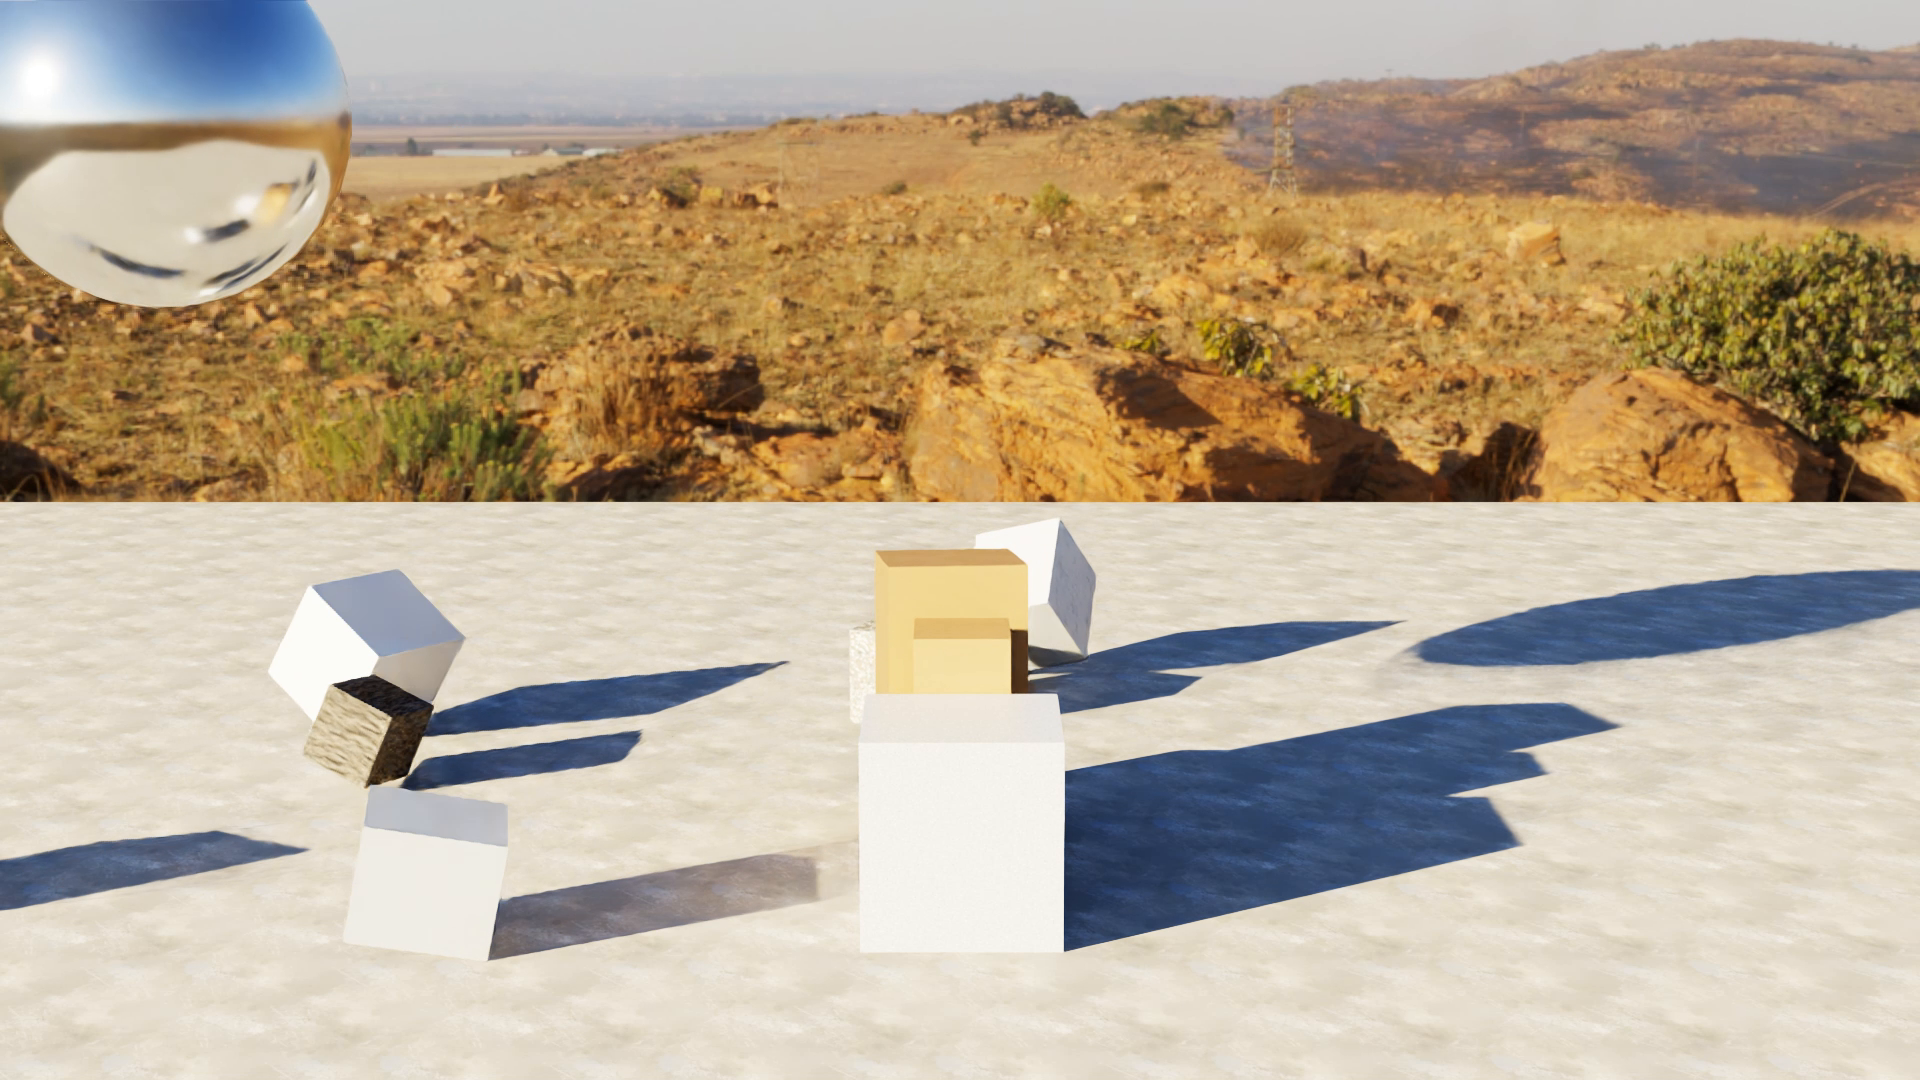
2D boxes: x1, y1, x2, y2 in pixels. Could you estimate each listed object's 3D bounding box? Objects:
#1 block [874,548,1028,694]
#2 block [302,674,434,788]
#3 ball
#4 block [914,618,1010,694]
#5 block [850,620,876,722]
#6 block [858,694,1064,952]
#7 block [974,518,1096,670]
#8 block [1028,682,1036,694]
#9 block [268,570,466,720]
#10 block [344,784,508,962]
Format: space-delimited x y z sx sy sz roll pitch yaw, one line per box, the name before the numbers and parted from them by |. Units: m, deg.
block | -0.046 0.420 11.866 0.634 0.682 0.647 -1 7 -7
block | -2.948 0.951 12.793 0.372 0.393 0.440 26 10 13
ball | -3.393 -1.784 10.856 1.600 1.600 1.600 0 10 0
block | 0.009 0.622 11.261 0.419 0.479 0.435 0 10 0
block | -0.226 0.726 14.134 0.602 0.515 0.489 5 11 25
block | 0.007 1.165 10.711 0.822 0.875 0.820 0 10 0
block | 0.418 0.335 15.075 0.538 0.560 0.634 -12 46 24
block | 0.012 1.045 12.139 0.698 0.601 0.652 0 10 0
block | -3.189 0.618 13.802 0.591 0.606 0.652 42 27 21
block | -2.163 1.348 10.430 0.571 0.487 0.536 10 11 -12
